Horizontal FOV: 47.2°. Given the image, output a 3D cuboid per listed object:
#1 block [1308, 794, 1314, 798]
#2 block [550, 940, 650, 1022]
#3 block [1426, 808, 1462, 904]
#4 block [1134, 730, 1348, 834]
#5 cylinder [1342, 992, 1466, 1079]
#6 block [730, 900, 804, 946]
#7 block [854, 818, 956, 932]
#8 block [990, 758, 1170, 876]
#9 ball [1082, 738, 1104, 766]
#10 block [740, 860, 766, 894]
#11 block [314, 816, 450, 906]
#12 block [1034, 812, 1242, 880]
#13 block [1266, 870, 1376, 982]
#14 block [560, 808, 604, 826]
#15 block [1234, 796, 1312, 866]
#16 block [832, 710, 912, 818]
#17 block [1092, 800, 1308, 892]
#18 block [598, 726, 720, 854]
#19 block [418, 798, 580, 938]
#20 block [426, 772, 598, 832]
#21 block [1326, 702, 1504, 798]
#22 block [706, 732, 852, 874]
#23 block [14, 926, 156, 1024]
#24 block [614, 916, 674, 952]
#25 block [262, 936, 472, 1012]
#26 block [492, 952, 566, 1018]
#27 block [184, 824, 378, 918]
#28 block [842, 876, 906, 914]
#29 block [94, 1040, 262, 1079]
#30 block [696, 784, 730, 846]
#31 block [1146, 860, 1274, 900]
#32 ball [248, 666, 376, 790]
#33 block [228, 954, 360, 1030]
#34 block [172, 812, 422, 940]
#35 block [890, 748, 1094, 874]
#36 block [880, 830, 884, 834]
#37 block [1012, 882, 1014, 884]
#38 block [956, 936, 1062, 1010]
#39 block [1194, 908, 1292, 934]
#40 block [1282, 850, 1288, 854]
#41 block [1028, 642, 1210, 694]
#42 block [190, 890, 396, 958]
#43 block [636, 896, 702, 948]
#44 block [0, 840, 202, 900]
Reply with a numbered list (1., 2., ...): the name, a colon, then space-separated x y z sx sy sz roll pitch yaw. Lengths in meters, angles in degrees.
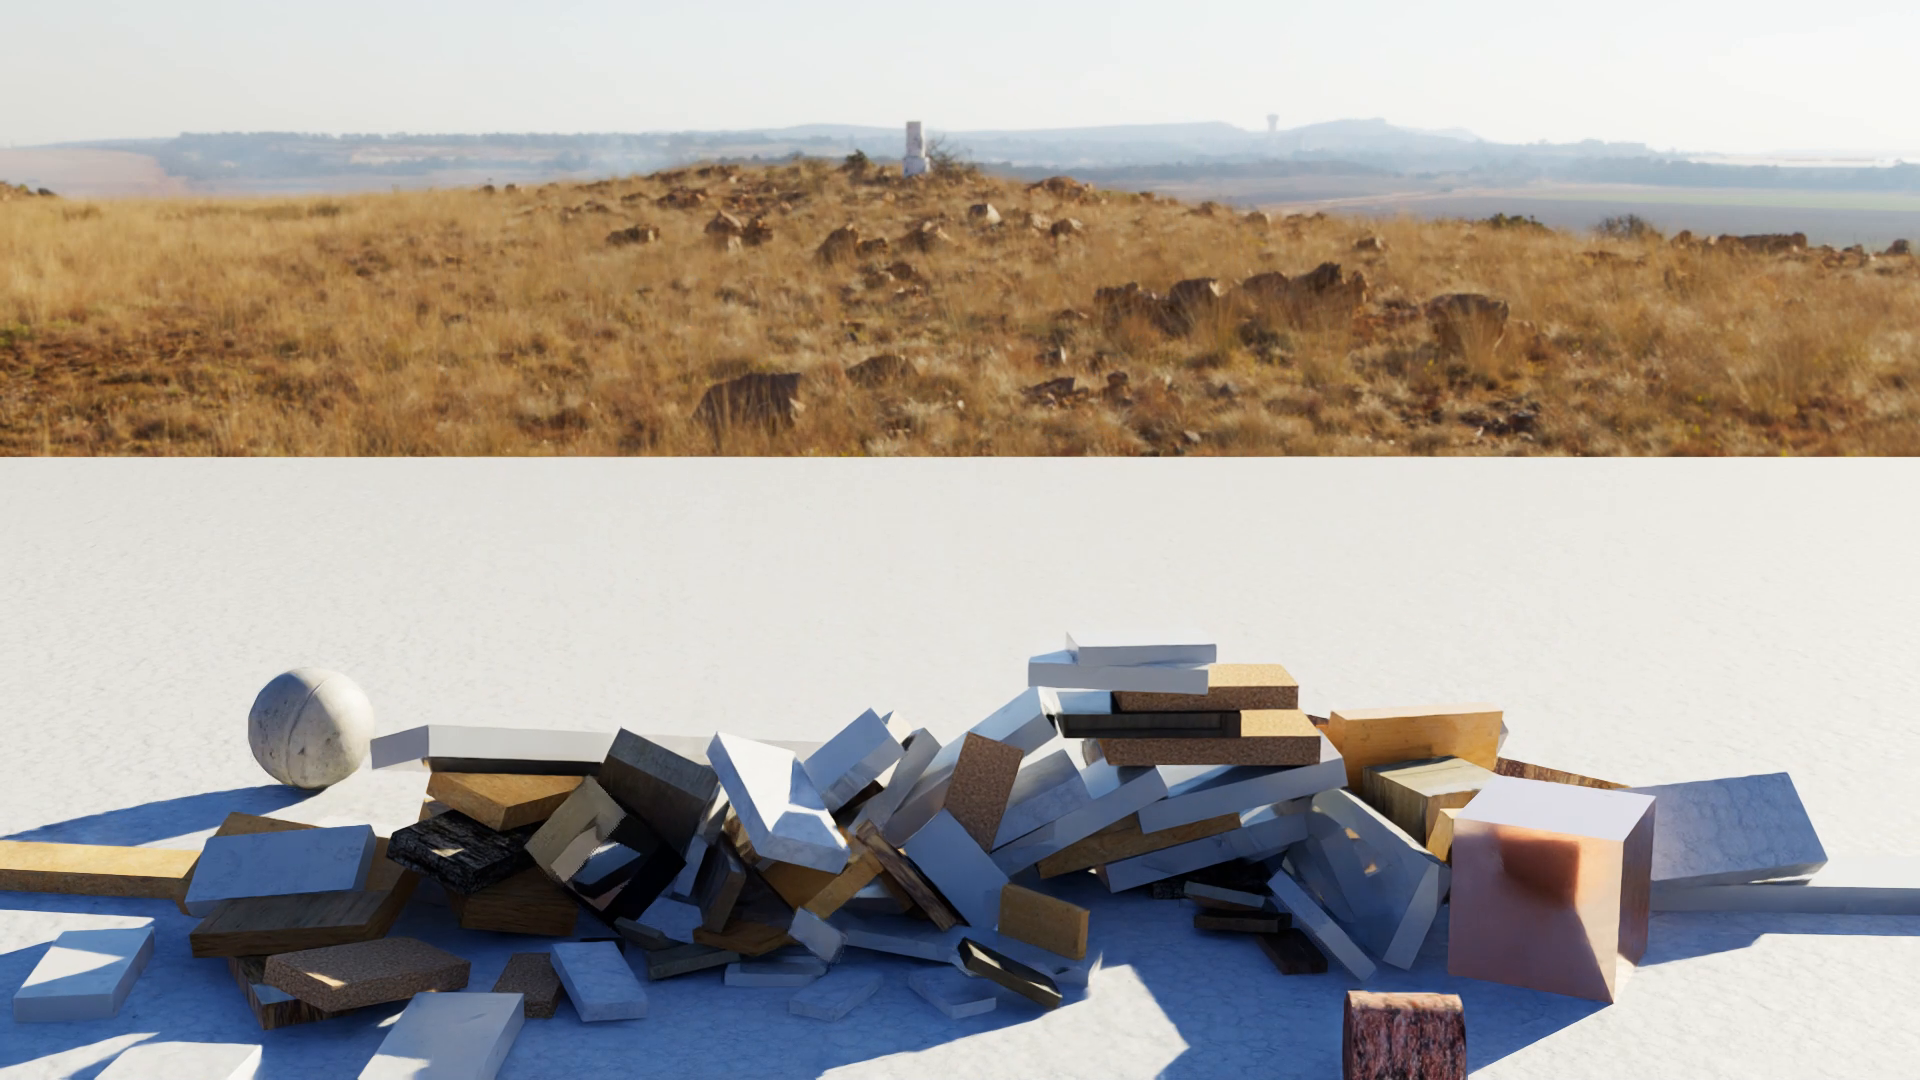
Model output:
1. block: 0.662 0.441 3.859 0.108 0.054 0.015 24 14 -32
2. block: -0.528 0.643 3.214 0.095 0.027 0.190 2 16 -26
3. block: 0.881 0.508 3.584 0.302 0.151 0.043 1 24 -34
4. block: 0.456 0.401 3.668 0.346 0.049 0.173 -13 11 -1
5. cylinder: 0.580 0.665 2.877 0.142 0.142 0.142 1 11 4
6. block: -0.319 0.607 3.499 0.204 0.029 0.102 2 11 11
7. block: -0.084 0.515 3.388 0.027 0.190 0.095 -42 11 -4
8. block: 0.171 0.452 3.643 0.346 0.049 0.173 -28 11 3
9. ball: 0.311 0.405 4.260 0.149 0.149 0.149 0 11 0
10. block: -0.343 0.498 3.662 0.026 0.182 0.091 33 -32 -34
11. block: -0.928 0.540 3.682 0.359 0.051 0.180 8 12 7
12. block: 0.285 0.481 3.722 0.346 0.049 0.173 -14 11 -4
13. block: 0.554 0.591 3.380 0.032 0.113 0.225 -44 15 -1
14. block: -0.654 0.492 4.123 0.095 0.027 0.190 5 12 26
15. block: 0.548 0.501 3.795 0.203 0.029 0.102 -18 17 -22
16. block: -0.233 0.420 3.707 0.330 0.047 0.165 -33 18 32
17. block: 0.397 0.504 3.733 0.346 0.049 0.173 -14 11 -7
18. block: -0.505 0.416 3.578 0.173 0.049 0.346 26 -27 -4
19. block: -0.756 0.530 3.577 0.180 0.051 0.359 11 14 -28
20. block: -0.735 0.413 3.688 0.153 0.043 0.307 23 11 21
21. block: 0.790 0.378 3.855 0.335 0.167 0.047 -1 17 -25
22. block: -0.283 0.404 3.404 0.144 0.041 0.288 19 18 -31
23. block: -1.298 0.644 3.271 0.135 0.038 0.270 -1 11 -8
24. block: -0.487 0.614 3.402 0.101 0.050 0.014 9 49 40
25. block: -0.855 0.626 3.185 0.135 0.038 0.270 14 5 31
26. block: -0.631 0.656 3.243 0.093 0.026 0.186 0 11 1
27. block: -1.070 0.522 3.473 0.270 0.038 0.135 -5 40 5
28. block: -0.111 0.578 3.583 0.204 0.029 0.102 -1 11 -3
29. block: -1.036 0.730 2.784 0.172 0.049 0.344 1 11 5
30. block: -0.394 0.442 3.535 0.013 0.090 0.045 6 -30 24
31. block: 0.418 0.571 3.694 0.203 0.029 0.102 -1 11 -4
32. ball: -1.251 0.362 4.245 0.238 0.238 0.238 0 11 0
33. block: -0.989 0.648 3.255 0.135 0.038 0.270 -6 12 -28
34. block: -1.053 0.542 3.516 0.359 0.051 0.180 6 42 18
35. block: 0.039 0.460 3.621 0.346 0.049 0.173 -25 11 -2
36. block: 0.033 0.482 3.869 0.473 0.049 0.172 5 18 -9
37. block: 0.048 0.585 3.661 0.045 0.013 0.091 10 15 43
38. block: 0.072 0.630 3.199 0.151 0.021 0.076 28 5 -13
39. block: 0.448 0.602 3.478 0.139 0.020 0.069 -2 0 28
40. block: 0.702 0.502 3.903 0.302 0.043 0.151 -14 22 -34
41. block: 0.261 0.207 3.576 0.287 0.041 0.144 2 11 8
42. block: -1.011 0.583 3.342 0.270 0.038 0.135 -4 13 5
43. block: -0.432 0.605 3.438 0.148 0.021 0.074 8 38 29
44. block: -1.410 0.561 3.721 0.680 0.038 0.135 2 11 8
